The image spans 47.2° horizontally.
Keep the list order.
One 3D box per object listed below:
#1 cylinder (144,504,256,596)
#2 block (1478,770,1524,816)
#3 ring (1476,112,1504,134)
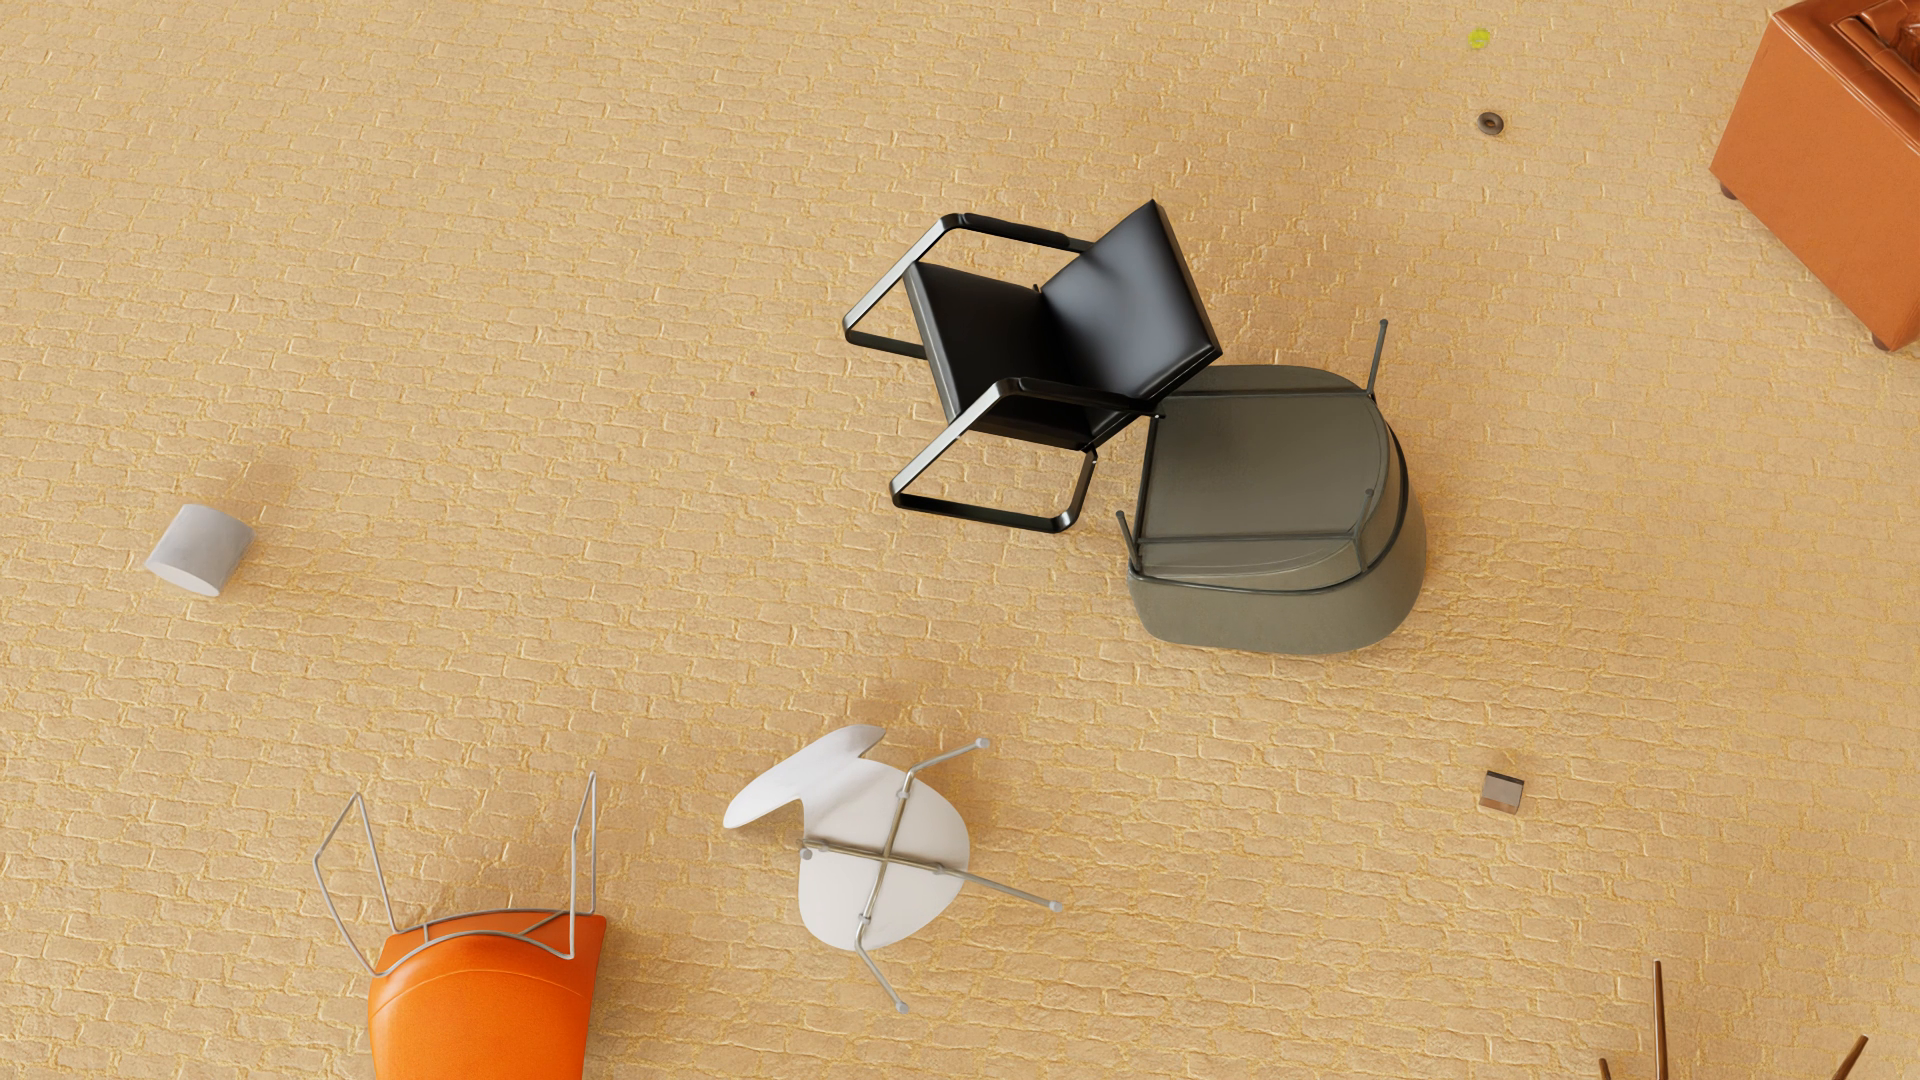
[{"bbox_3d":[-2.239,0.027,6.487,0.239,0.112,0.220,20,58,5],"label":"cylinder"},{"bbox_3d":[1.496,0.698,6.076,0.104,0.049,0.086,16,58,10],"label":"block"},{"bbox_3d":[1.812,-1.423,7.514,0.091,0.025,0.102,-2,55,-2],"label":"ring"}]
